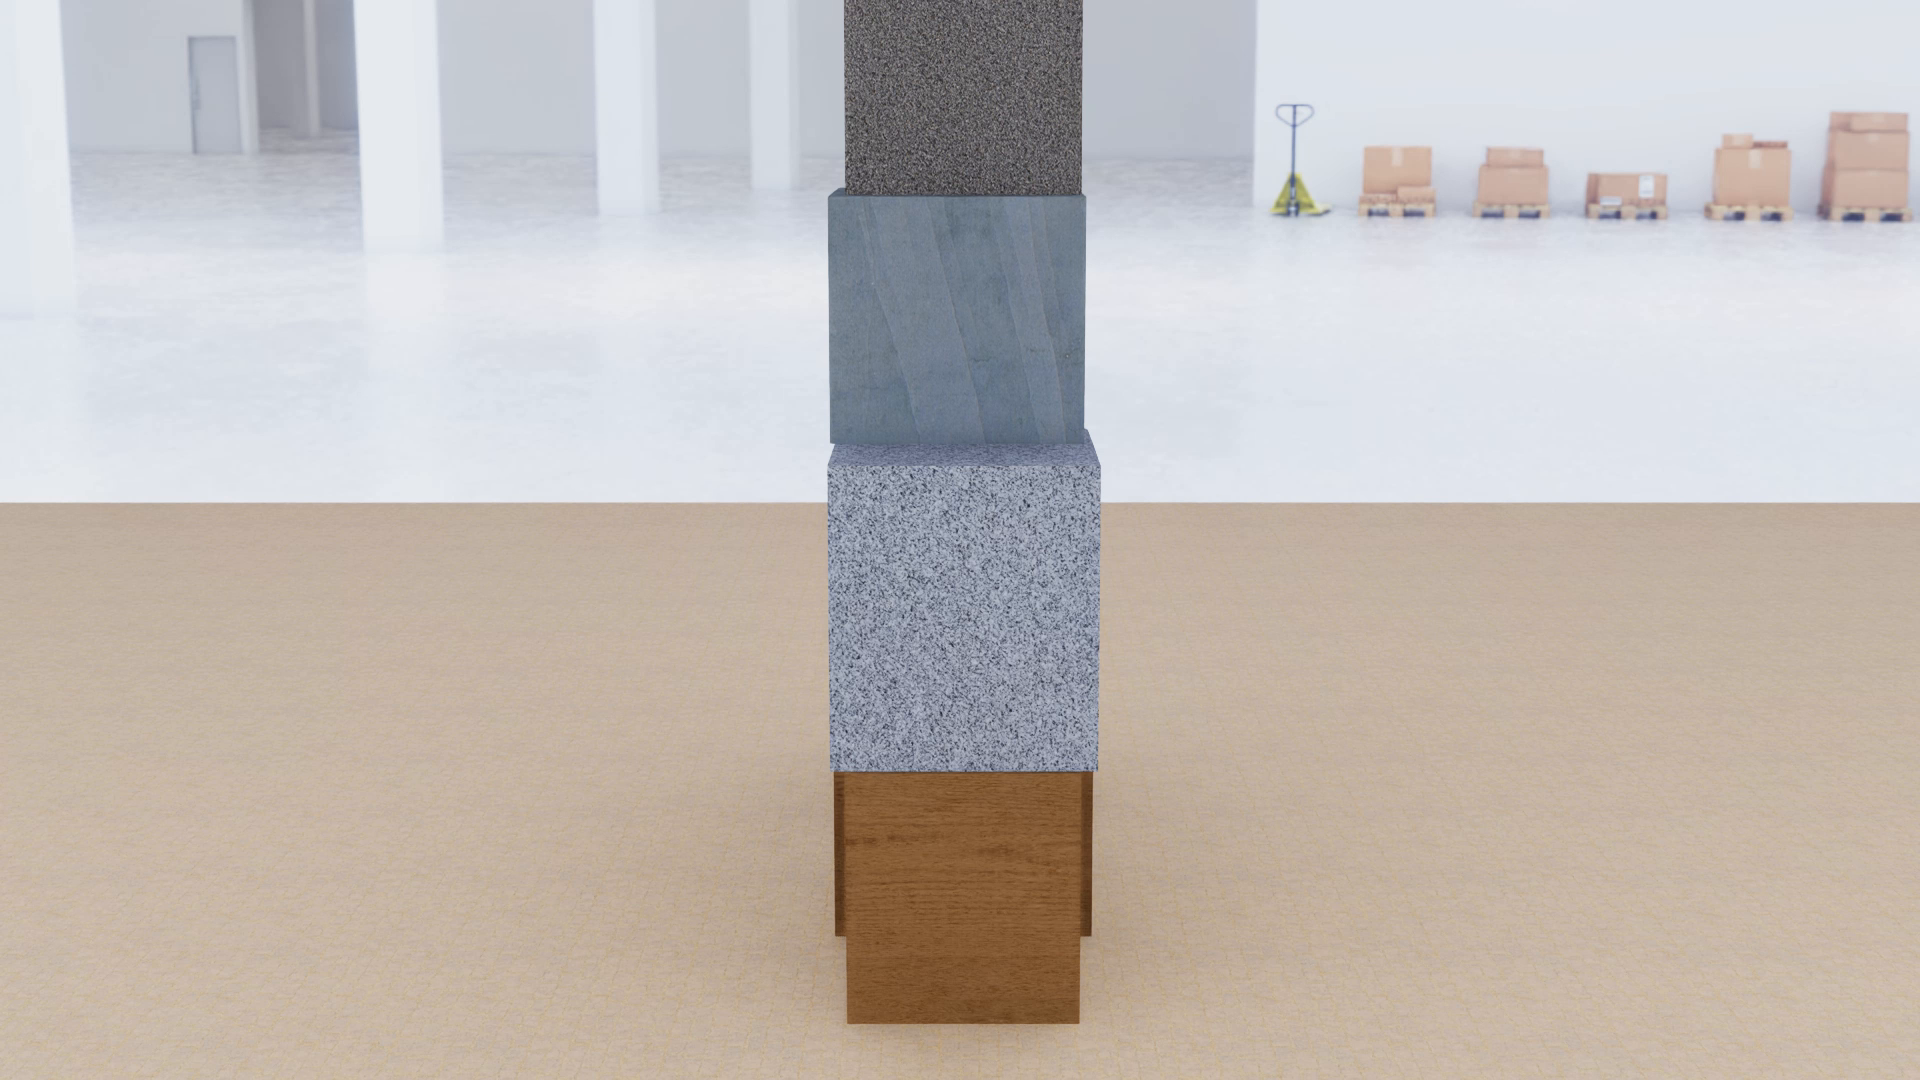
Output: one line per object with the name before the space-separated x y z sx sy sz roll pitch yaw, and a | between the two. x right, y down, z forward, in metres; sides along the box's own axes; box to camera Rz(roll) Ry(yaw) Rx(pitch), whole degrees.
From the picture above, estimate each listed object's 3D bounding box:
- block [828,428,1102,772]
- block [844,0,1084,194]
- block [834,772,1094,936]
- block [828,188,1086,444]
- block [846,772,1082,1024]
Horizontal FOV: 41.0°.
block | 0.015 0.205 9.841 0.988 1.139 0.984 0 10 0
block | 0.013 -1.849 10.105 0.903 0.942 0.762 0 10 0
block | 0.014 1.119 10.947 1.058 0.882 0.912 0 10 0
block | -0.011 -0.908 10.170 0.973 0.935 0.904 0 10 0
block | 0.012 1.247 9.999 0.870 0.968 0.981 0 10 0
